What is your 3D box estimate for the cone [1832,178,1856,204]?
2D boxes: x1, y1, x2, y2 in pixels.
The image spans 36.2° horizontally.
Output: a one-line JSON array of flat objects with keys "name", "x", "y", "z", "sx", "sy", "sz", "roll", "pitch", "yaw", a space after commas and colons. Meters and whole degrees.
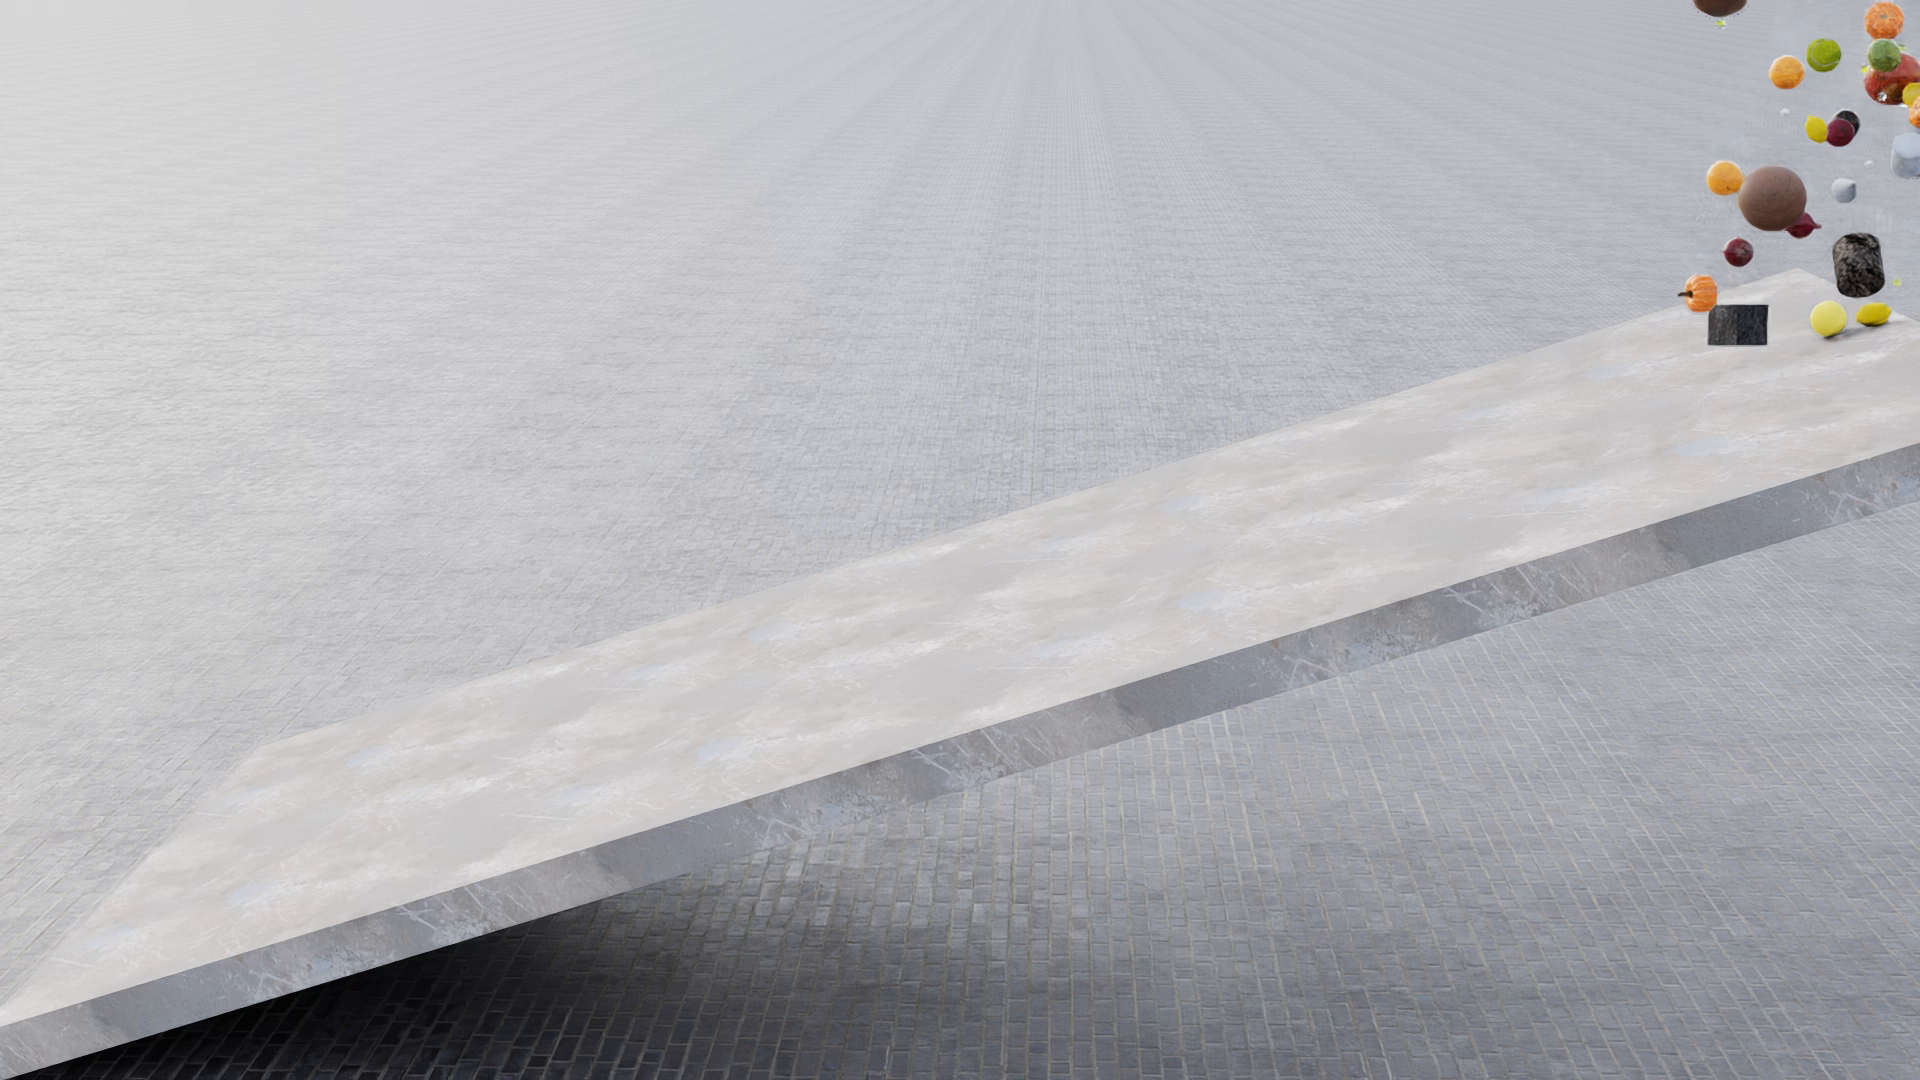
[{"name": "cone", "x": 1.811, "y": -0.720, "z": 5.988, "sx": 0.054, "sy": 0.054, "sz": 0.054, "roll": -2, "pitch": -12, "yaw": -8}]

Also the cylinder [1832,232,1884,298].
[{"name": "cylinder", "x": 1.790, "y": -0.547, "z": 5.861, "sx": 0.092, "sy": 0.092, "sz": 0.092, "roll": 1, "pitch": 56, "yaw": 5}]

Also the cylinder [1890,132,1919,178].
[{"name": "cylinder", "x": 1.917, "y": -0.777, "z": 5.944, "sx": 0.066, "sy": 0.066, "sz": 0.066, "roll": 3, "pitch": -30, "yaw": 14}]

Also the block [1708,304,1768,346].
[{"name": "block", "x": 1.620, "y": -0.448, "z": 6.124, "sx": 0.085, "sy": 0.085, "sz": 0.085, "roll": -2, "pitch": 4, "yaw": -29}]

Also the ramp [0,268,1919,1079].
[{"name": "ramp", "x": 0.101, "y": 0.183, "z": 6.310, "sx": 4.000, "sy": 0.100, "sz": 2.000, "roll": -17, "pitch": 10, "yaw": 5}]

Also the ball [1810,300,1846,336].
[{"name": "ball", "x": 1.840, "y": -0.469, "z": 6.231, "sx": 0.075, "sy": 0.075, "sz": 0.075, "roll": 0, "pitch": 12, "yaw": 0}]
